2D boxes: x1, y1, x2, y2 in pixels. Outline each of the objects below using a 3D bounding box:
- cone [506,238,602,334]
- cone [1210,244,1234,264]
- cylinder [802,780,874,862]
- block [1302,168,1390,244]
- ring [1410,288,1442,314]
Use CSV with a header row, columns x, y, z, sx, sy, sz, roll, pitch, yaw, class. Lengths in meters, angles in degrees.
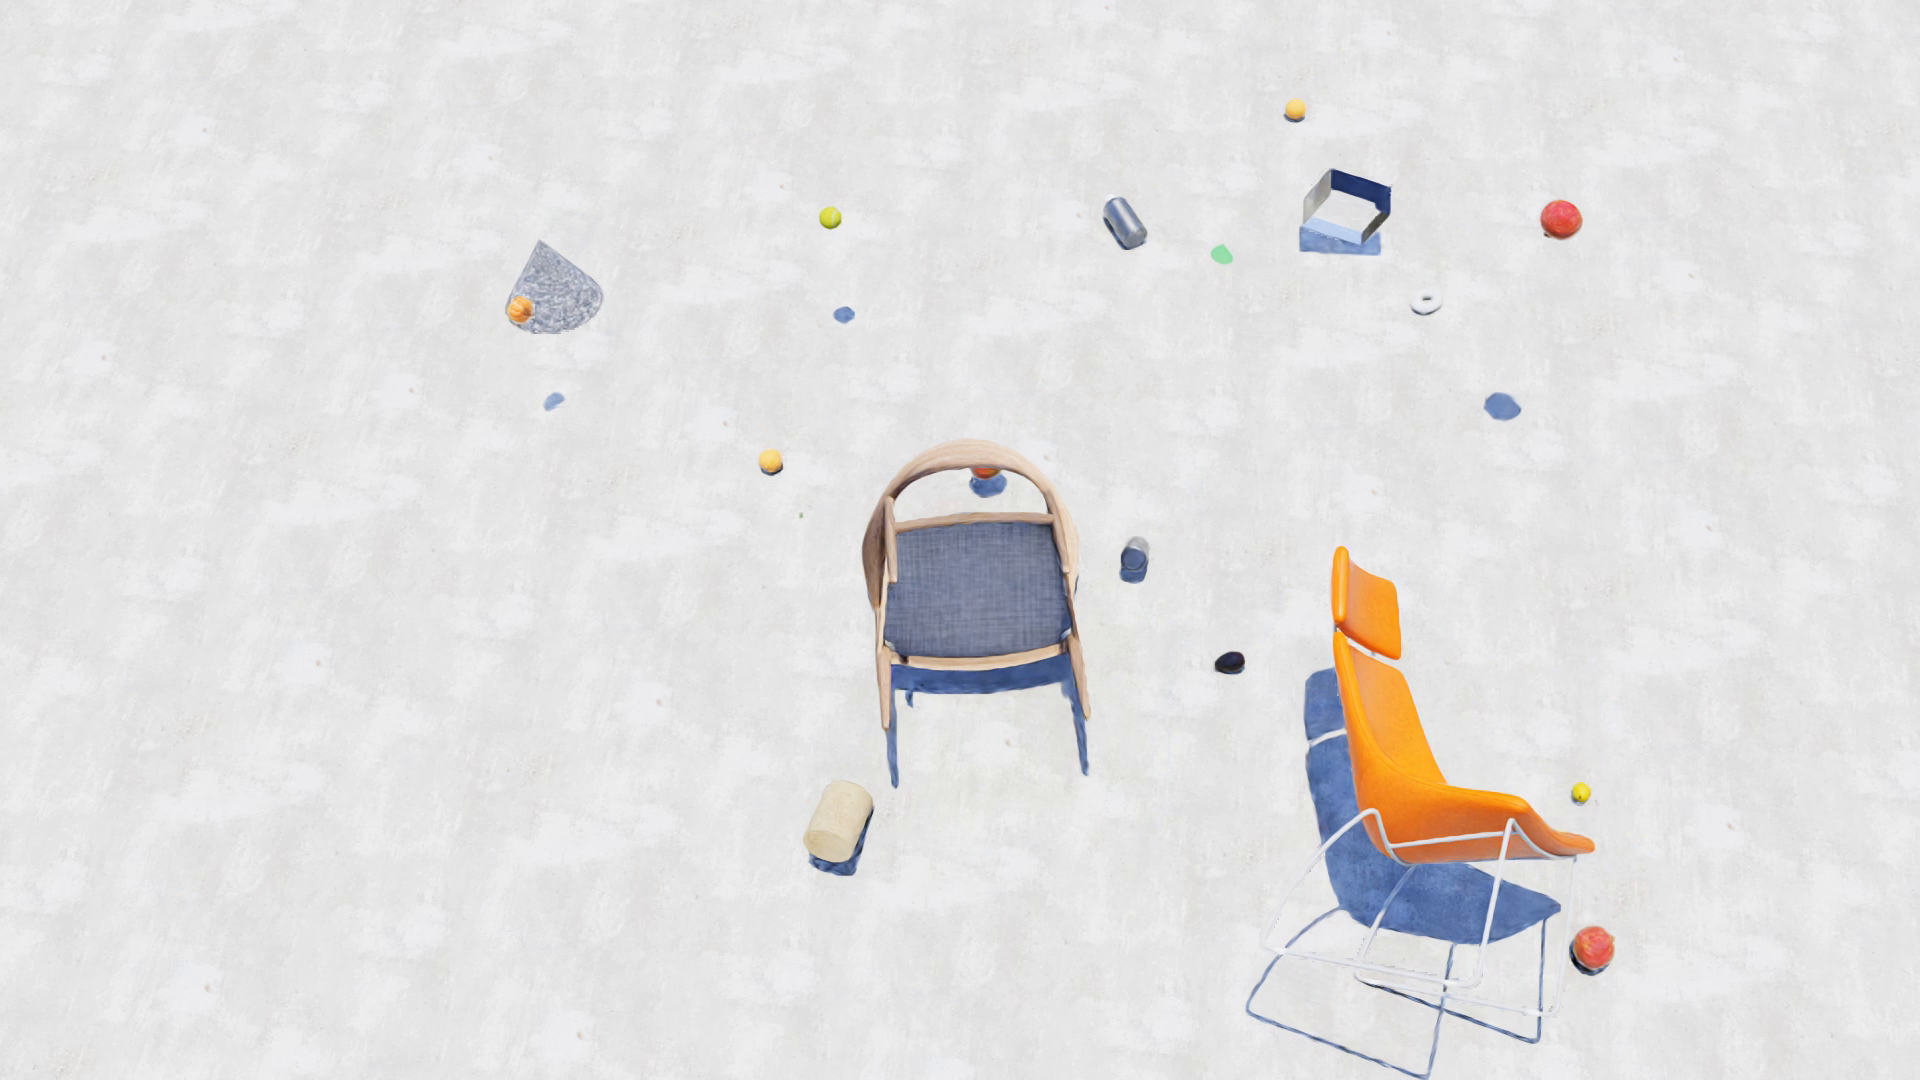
x,y,z,sx,sy,sz,roll,pitch,yaw,class
-1.307,-0.851,6.959,0.315,0.309,0.261,-13,57,-9,cone
0.857,-0.947,7.173,0.066,0.060,0.083,-36,63,-22,cone
-0.329,0.759,5.951,0.139,0.096,0.230,20,32,3,cylinder
1.243,-1.072,7.077,0.217,0.182,0.111,14,60,-16,block
1.499,-0.769,7.073,0.116,0.029,0.089,-30,62,-19,ring
